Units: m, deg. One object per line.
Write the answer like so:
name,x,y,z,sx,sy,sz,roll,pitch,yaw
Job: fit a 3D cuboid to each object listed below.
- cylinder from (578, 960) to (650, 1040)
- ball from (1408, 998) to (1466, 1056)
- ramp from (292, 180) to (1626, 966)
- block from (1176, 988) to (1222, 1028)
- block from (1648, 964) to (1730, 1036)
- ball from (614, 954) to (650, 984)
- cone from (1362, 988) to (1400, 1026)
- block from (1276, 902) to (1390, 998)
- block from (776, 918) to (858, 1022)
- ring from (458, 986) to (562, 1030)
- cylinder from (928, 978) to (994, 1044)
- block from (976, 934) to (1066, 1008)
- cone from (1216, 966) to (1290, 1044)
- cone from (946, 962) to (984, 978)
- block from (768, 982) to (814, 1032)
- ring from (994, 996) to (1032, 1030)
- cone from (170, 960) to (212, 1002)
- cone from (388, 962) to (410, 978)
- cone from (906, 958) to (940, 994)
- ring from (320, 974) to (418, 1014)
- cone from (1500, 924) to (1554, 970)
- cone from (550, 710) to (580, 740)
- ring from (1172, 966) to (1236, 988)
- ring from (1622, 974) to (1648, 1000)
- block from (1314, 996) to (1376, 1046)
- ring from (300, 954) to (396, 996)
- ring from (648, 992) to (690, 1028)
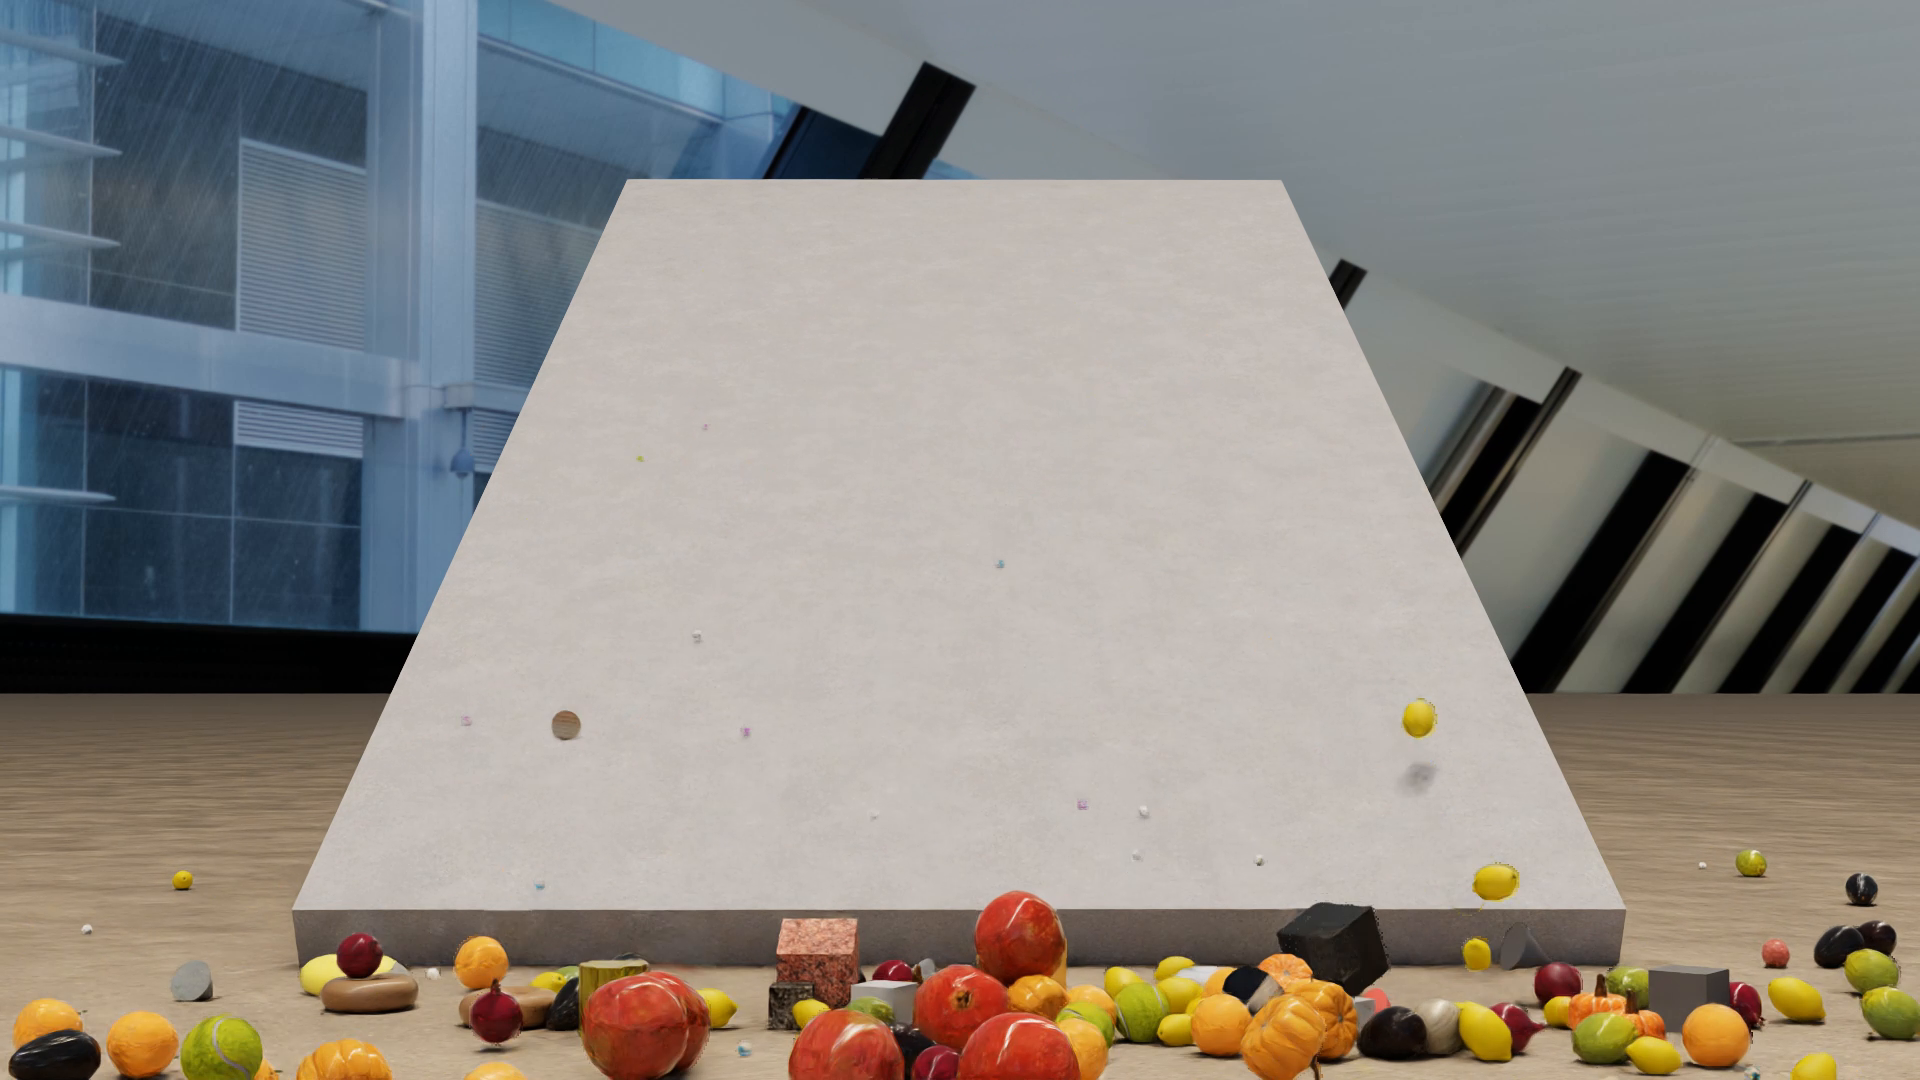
cylinder,-0.421,0.558,2.837,0.085,0.085,0.085,0,-4,0
ball,0.547,0.558,2.674,0.065,0.065,0.065,0,-4,0
ramp,-0.008,-0.229,5.337,2.000,0.100,4.000,0,24,0
block,0.303,0.596,2.924,0.059,0.059,0.059,0,-2,-1
block,0.898,0.566,2.873,0.073,0.073,0.073,-3,-5,39
ball,-0.415,0.545,2.917,0.056,0.056,0.056,0,-4,0
cone,0.530,0.593,2.903,0.052,0.052,0.052,32,-19,-26
block,0.508,0.560,3.176,0.094,0.094,0.094,-27,15,-40
block,-0.180,0.546,2.964,0.096,0.096,0.096,0,18,1
ring,-0.562,0.585,2.915,0.127,0.042,0.127,-1,-3,0
cylinder,0.002,0.557,2.757,0.076,0.076,0.076,0,-4,1
block,0.082,0.575,3.109,0.085,0.085,0.085,4,-5,-45
cone,0.332,0.578,2.814,0.096,0.096,0.096,2,-31,-29
cone,-0.008,0.599,3.058,0.066,0.066,0.066,-3,22,36
block,-0.208,0.577,2.888,0.053,0.053,0.053,0,-4,0
ring,0.039,0.588,2.897,0.099,0.033,0.099,-1,-3,0
cone,-1.028,0.608,3.162,0.059,0.059,0.059,-1,-30,15
cone,-0.777,0.610,3.168,0.052,0.052,0.052,-27,-6,5
cone,-0.036,0.611,3.195,0.054,0.054,0.054,4,21,-48
ring,-0.774,0.594,3.059,0.125,0.042,0.125,-1,-4,0
cone,0.763,0.554,3.103,0.064,0.064,0.064,24,-9,-11
cone,-0.668,0.316,3.988,0.051,0.051,0.051,0,-2,4
ring,0.347,0.602,3.163,0.116,0.039,0.116,1,-4,0
ring,0.943,0.608,3.169,0.084,0.028,0.084,0,-5,0
block,0.457,0.571,2.770,0.051,0.051,0.051,3,-5,-44
ring,-0.841,0.602,3.221,0.137,0.046,0.137,2,0,0
ring,-0.391,0.589,2.927,0.101,0.034,0.101,0,-2,0
